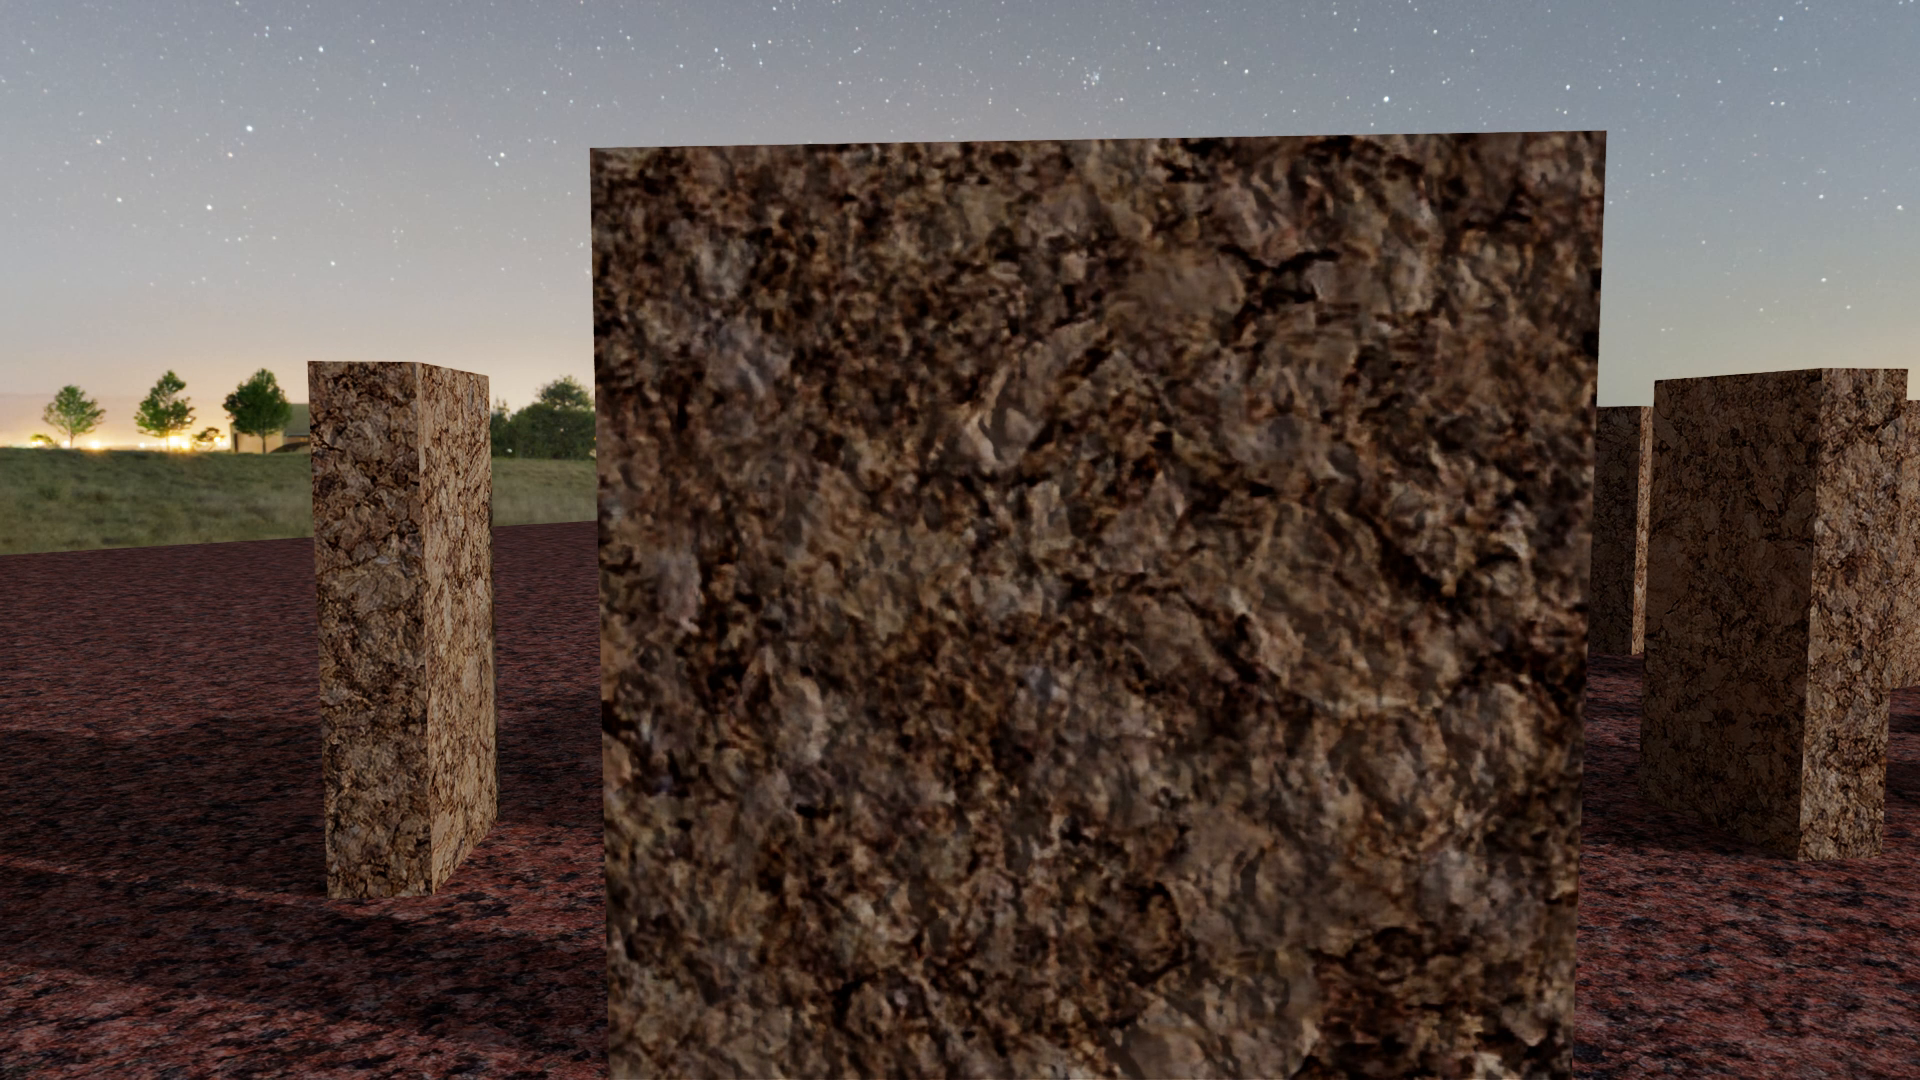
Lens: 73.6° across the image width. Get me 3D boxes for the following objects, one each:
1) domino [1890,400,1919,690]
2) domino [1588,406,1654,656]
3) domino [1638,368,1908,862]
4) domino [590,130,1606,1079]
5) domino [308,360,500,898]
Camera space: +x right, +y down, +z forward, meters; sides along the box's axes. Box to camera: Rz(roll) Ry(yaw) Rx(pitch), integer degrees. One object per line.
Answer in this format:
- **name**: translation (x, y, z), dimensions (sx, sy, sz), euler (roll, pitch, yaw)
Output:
- **domino**: translation (0.168, 0.000, 0.229), dimensions (0.025, 0.050, 0.009), euler (-2, 5, -24)
- **domino**: translation (0.141, -0.003, 0.268), dimensions (0.025, 0.050, 0.009), euler (-4, 6, -44)
- **domino**: translation (0.089, 0.007, 0.142), dimensions (0.009, 0.050, 0.025), euler (-1, 4, -7)
- **domino**: translation (0.003, 0.015, 0.038), dimensions (0.025, 0.050, 0.010), euler (0, 4, 4)
- **domino**: translation (-0.056, 0.008, 0.131), dimensions (0.010, 0.050, 0.025), euler (0, 4, -6)
